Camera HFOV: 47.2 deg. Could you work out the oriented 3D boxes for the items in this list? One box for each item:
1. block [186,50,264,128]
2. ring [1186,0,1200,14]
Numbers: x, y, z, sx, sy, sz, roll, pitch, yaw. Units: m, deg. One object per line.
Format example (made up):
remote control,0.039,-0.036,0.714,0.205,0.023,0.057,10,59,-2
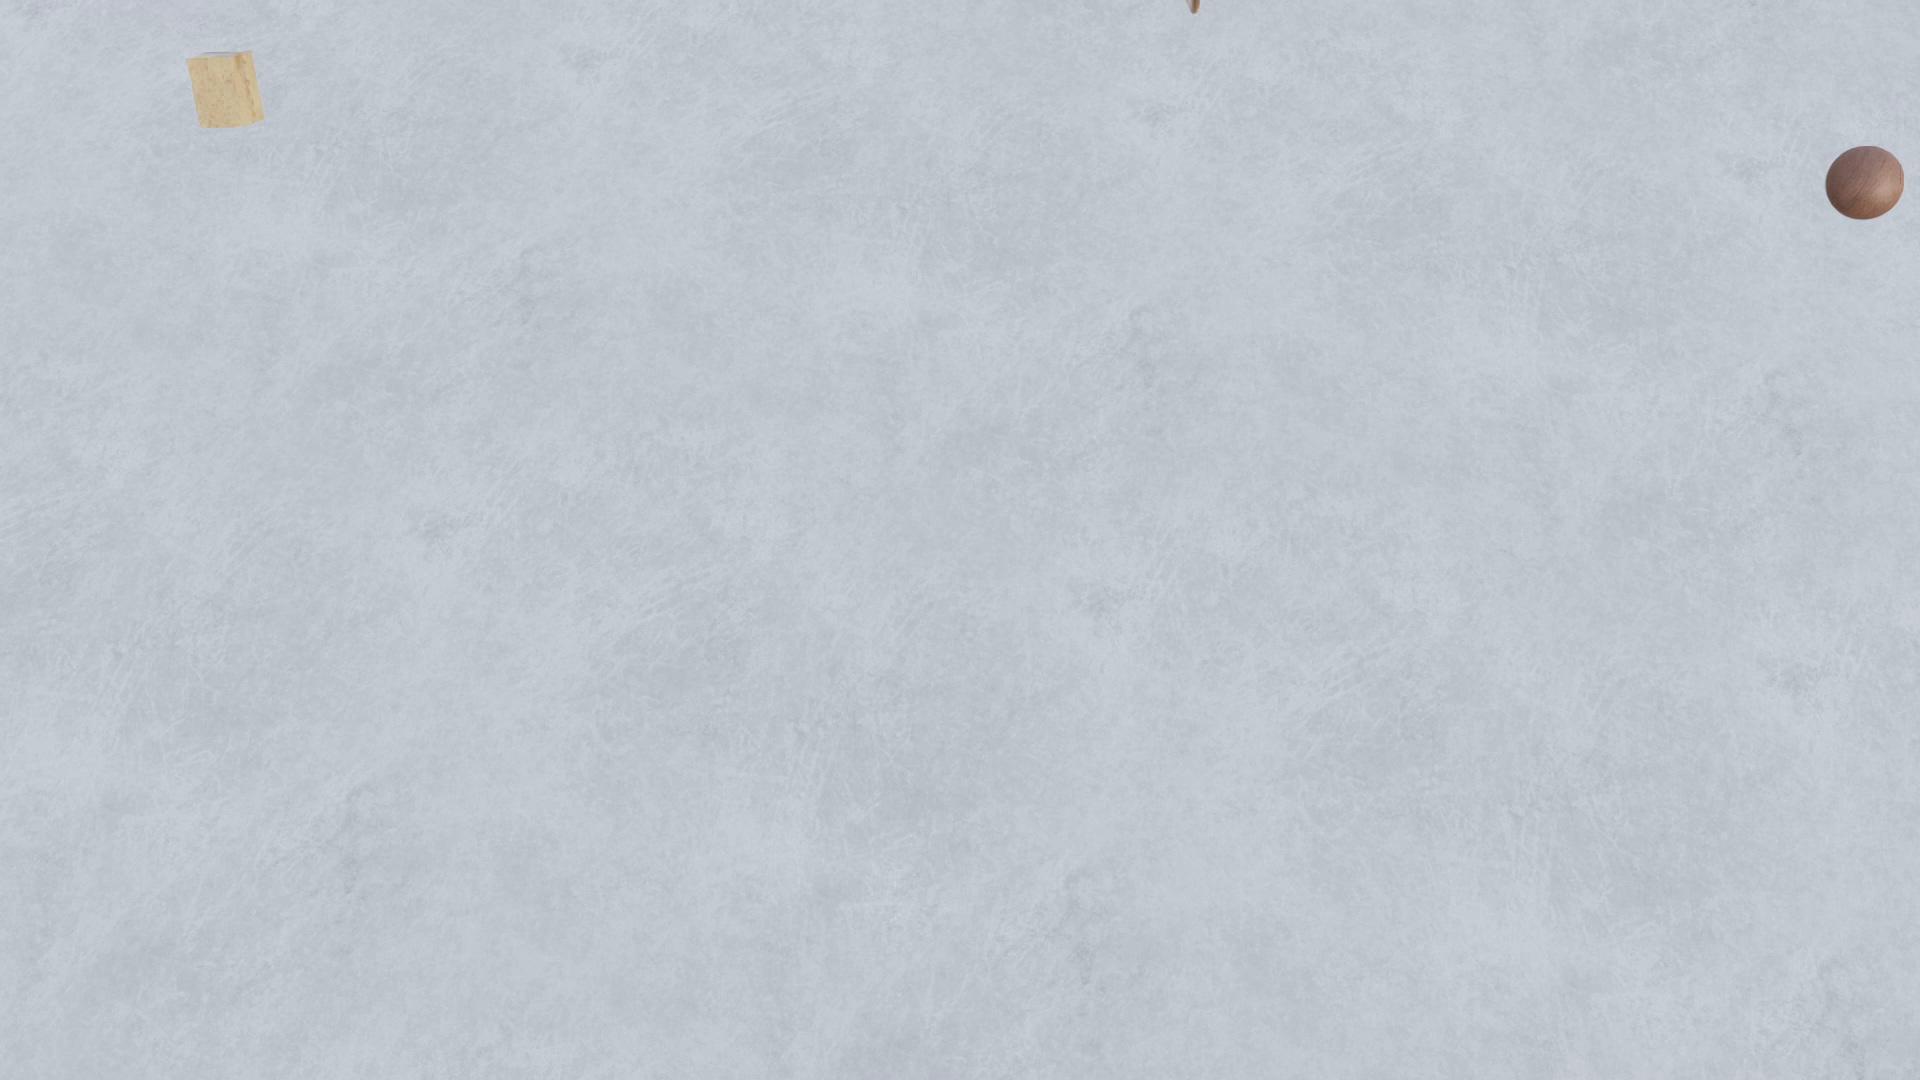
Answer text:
block,-1.558,-0.956,4.664,0.109,0.145,0.076,3,23,18
ring,0.532,-1.297,5.083,0.020,0.160,0.165,-9,67,0
